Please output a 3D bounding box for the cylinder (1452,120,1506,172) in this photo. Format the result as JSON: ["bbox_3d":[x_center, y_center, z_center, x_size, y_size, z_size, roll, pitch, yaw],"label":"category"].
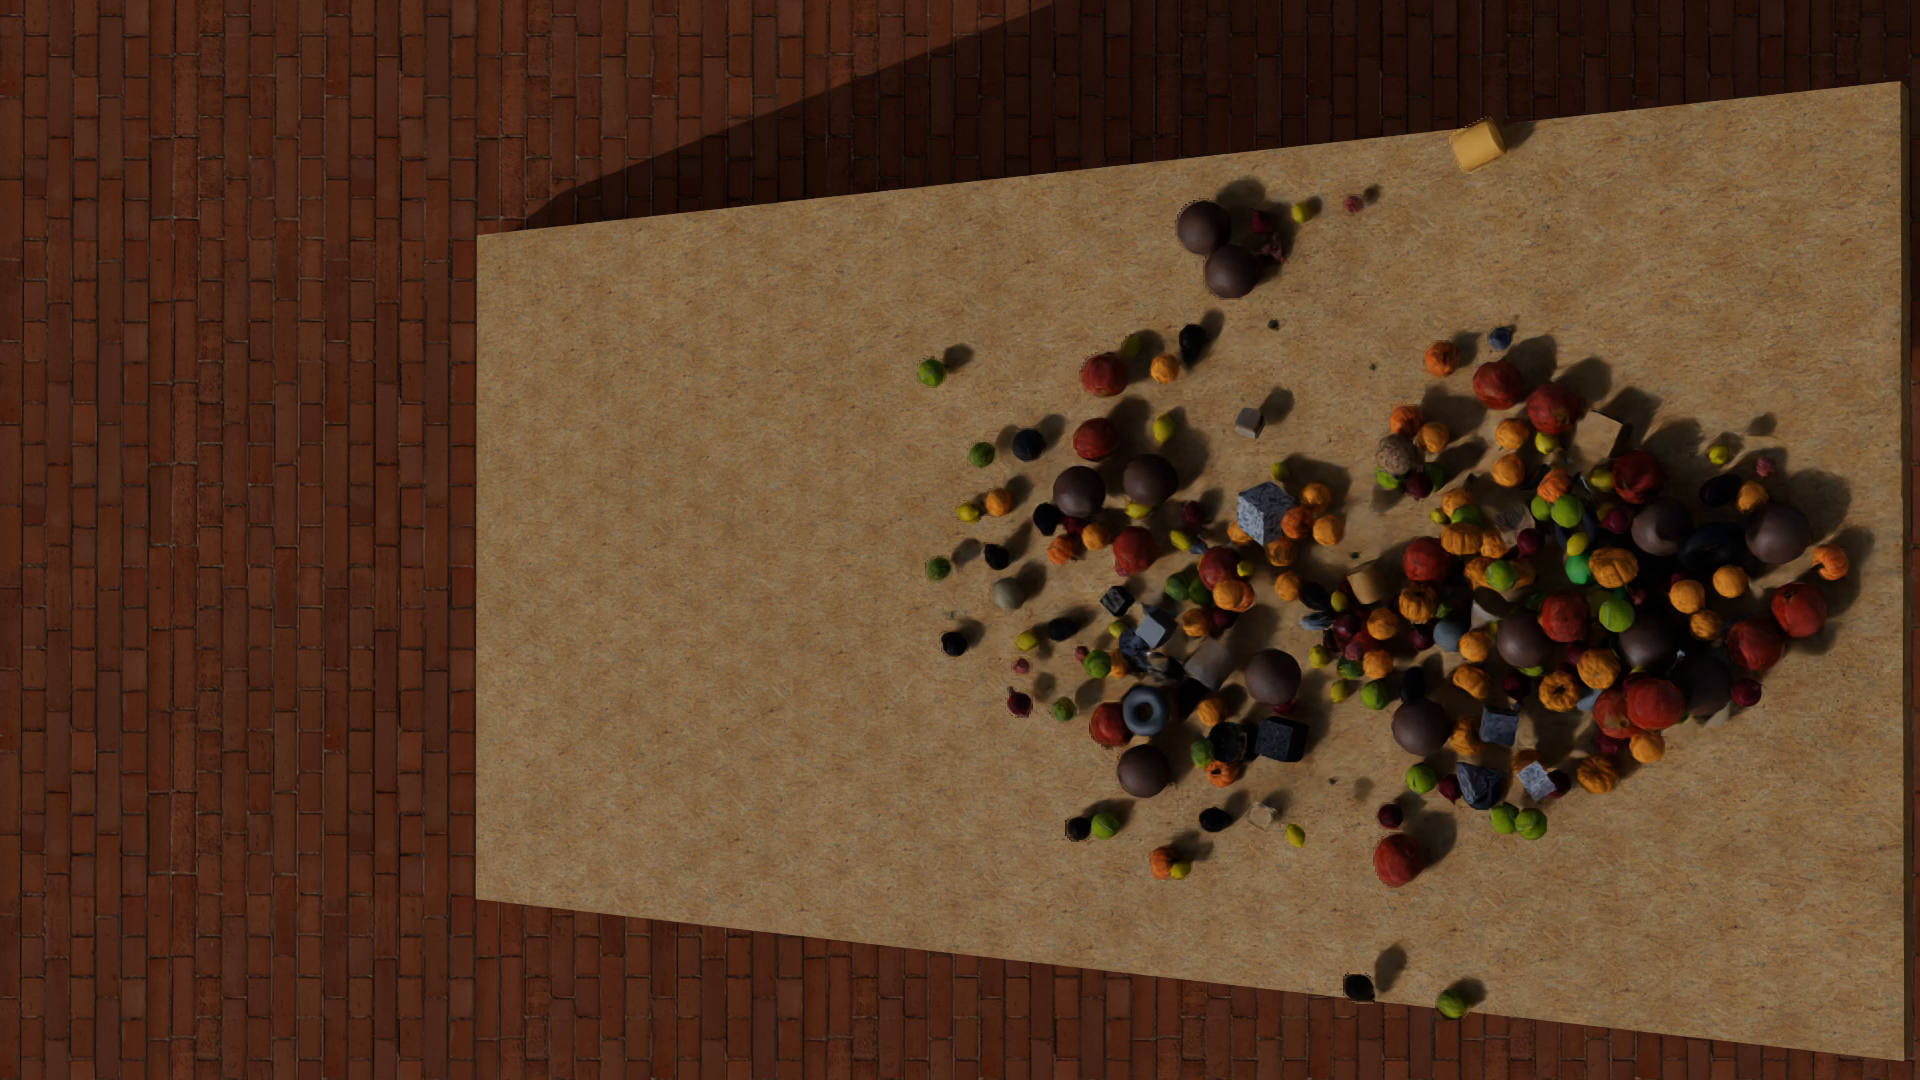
[{"bbox_3d":[1.160,-0.882,4.916,0.087,0.087,0.087,-25,89,29],"label":"cylinder"}]

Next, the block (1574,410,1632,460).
[{"bbox_3d":[1.397,-0.228,4.774,0.080,0.080,0.080,29,103,29],"label":"block"}]

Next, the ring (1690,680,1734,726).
[{"bbox_3d":[1.595,0.347,4.662,0.033,0.099,0.099,0,89,-40],"label":"ring"}]

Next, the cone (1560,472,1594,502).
[{"bbox_3d":[1.365,-0.102,4.823,0.066,0.066,0.066,37,90,-2],"label":"cone"}]

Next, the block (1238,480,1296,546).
[{"bbox_3d":[0.718,-0.064,5.156,0.094,0.094,0.094,-22,130,-23],"label":"block"}]

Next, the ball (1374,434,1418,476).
[{"bbox_3d":[0.981,-0.192,4.946,0.095,0.095,0.095,0,89,0],"label":"ball"}]

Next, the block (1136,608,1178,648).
[{"bbox_3d":[0.468,0.210,5.226,0.062,0.062,0.062,42,123,20],"label":"block"}]

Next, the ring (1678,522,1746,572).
[{"bbox_3d":[1.580,0.015,4.625,0.143,0.143,0.048,-10,52,0],"label":"ring"}]

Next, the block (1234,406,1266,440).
[{"bbox_3d":[0.686,-0.277,5.206,0.051,0.051,0.051,20,72,25],"label":"block"}]

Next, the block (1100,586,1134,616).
[{"bbox_3d":[0.388,0.150,5.427,0.052,0.052,0.052,49,113,23],"label":"block"}]

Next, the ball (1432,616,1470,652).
[{"bbox_3d":[1.107,0.212,4.953,0.082,0.082,0.082,0,89,0],"label":"ball"}]

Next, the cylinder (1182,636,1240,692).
[{"bbox_3d":[0.598,0.295,5.225,0.099,0.099,0.099,38,92,0],"label":"cylinder"}]

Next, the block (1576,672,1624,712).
[{"bbox_3d":[1.387,0.328,4.769,0.073,0.073,0.073,-2,97,40],"label":"block"}]

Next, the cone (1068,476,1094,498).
[{"bbox_3d":[0.309,-0.125,5.487,0.059,0.059,0.059,14,89,12],"label":"cone"}]

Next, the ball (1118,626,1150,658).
[{"bbox_3d":[0.427,0.251,5.387,0.076,0.076,0.076,0,89,0],"label":"ball"}]

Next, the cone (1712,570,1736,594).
[{"bbox_3d":[1.609,0.087,4.665,0.051,0.051,0.051,-1,95,-14],"label":"cone"}]

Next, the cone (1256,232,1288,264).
[{"bbox_3d":[0.752,-0.678,5.214,0.076,0.076,0.076,43,90,-4],"label":"cone"}]

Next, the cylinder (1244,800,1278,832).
[{"bbox_3d":[0.713,0.654,5.205,0.057,0.057,0.057,27,90,10],"label":"cylinder"}]

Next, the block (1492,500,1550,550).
[{"bbox_3d":[1.244,-0.033,4.870,0.080,0.080,0.080,-30,73,29],"label":"block"}]

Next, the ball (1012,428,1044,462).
[{"bbox_3d":[0.171,-0.239,5.549,0.084,0.084,0.084,0,89,0],"label":"ball"}]

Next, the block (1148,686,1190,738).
[{"bbox_3d":[0.486,0.418,5.342,0.087,0.087,0.087,-41,69,25],"label":"block"}]

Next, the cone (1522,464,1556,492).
[{"bbox_3d":[1.267,-0.124,4.839,0.067,0.067,0.067,-23,90,-5],"label":"cone"}]

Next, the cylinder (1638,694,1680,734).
[{"bbox_3d":[1.461,0.362,4.591,0.060,0.060,0.060,43,108,0],"label":"cylinder"}]

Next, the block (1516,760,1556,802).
[{"bbox_3d":[1.246,0.522,4.756,0.055,0.055,0.055,-34,49,8],"label":"block"}]

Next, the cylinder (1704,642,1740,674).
[{"bbox_3d":[1.610,0.250,4.647,0.052,0.052,0.052,-33,83,0],"label":"cylinder"}]

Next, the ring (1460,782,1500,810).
[{"bbox_3d":[1.168,0.561,4.935,0.094,0.031,0.094,8,105,35],"label":"ring"}]

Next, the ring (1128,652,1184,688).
[{"bbox_3d":[0.475,0.314,5.317,0.137,0.137,0.046,6,59,0],"label":"ring"}]

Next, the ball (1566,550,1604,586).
[{"bbox_3d":[1.362,0.061,4.793,0.082,0.082,0.082,0,89,0],"label":"ball"}]

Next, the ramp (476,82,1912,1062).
[{"bbox_3d":[0.260,0.071,5.599,4.000,0.100,2.000,0,89,32],"label":"ramp"}]

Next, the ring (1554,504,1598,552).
[{"bbox_3d":[1.329,-0.026,4.743,0.104,0.035,0.104,1,91,40],"label":"ring"}]

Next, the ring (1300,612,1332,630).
[{"bbox_3d":[0.831,0.190,5.130,0.077,0.077,0.026,-9,107,0],"label":"ring"}]

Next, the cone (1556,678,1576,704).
[{"bbox_3d":[1.312,0.339,4.785,0.054,0.054,0.054,45,56,0],"label":"cone"}]

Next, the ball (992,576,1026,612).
[{"bbox_3d":[0.123,0.138,5.573,0.088,0.088,0.088,0,89,0],"label":"ball"}]

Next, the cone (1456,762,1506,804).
[{"bbox_3d":[1.144,0.518,4.783,0.097,0.097,0.097,-13,90,-3],"label":"cone"}]

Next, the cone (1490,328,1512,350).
[{"bbox_3d":[1.200,-0.452,4.918,0.053,0.053,0.053,0,89,32],"label":"cone"}]

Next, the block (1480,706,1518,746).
[{"bbox_3d":[1.186,0.408,4.838,0.066,0.066,0.066,8,101,4],"label":"block"}]

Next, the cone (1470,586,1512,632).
[{"bbox_3d":[1.152,0.170,4.862,0.095,0.095,0.095,29,126,0],"label":"cone"}]

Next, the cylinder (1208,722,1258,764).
[{"bbox_3d":[0.653,0.482,5.223,0.093,0.093,0.093,-7,80,40],"label":"cylinder"}]

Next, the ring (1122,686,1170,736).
[{"bbox_3d":[0.448,0.411,5.291,0.123,0.041,0.123,-2,86,31],"label":"ring"}]

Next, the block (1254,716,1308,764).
[{"bbox_3d":[0.755,0.469,5.170,0.085,0.085,0.085,16,98,34],"label":"block"}]
